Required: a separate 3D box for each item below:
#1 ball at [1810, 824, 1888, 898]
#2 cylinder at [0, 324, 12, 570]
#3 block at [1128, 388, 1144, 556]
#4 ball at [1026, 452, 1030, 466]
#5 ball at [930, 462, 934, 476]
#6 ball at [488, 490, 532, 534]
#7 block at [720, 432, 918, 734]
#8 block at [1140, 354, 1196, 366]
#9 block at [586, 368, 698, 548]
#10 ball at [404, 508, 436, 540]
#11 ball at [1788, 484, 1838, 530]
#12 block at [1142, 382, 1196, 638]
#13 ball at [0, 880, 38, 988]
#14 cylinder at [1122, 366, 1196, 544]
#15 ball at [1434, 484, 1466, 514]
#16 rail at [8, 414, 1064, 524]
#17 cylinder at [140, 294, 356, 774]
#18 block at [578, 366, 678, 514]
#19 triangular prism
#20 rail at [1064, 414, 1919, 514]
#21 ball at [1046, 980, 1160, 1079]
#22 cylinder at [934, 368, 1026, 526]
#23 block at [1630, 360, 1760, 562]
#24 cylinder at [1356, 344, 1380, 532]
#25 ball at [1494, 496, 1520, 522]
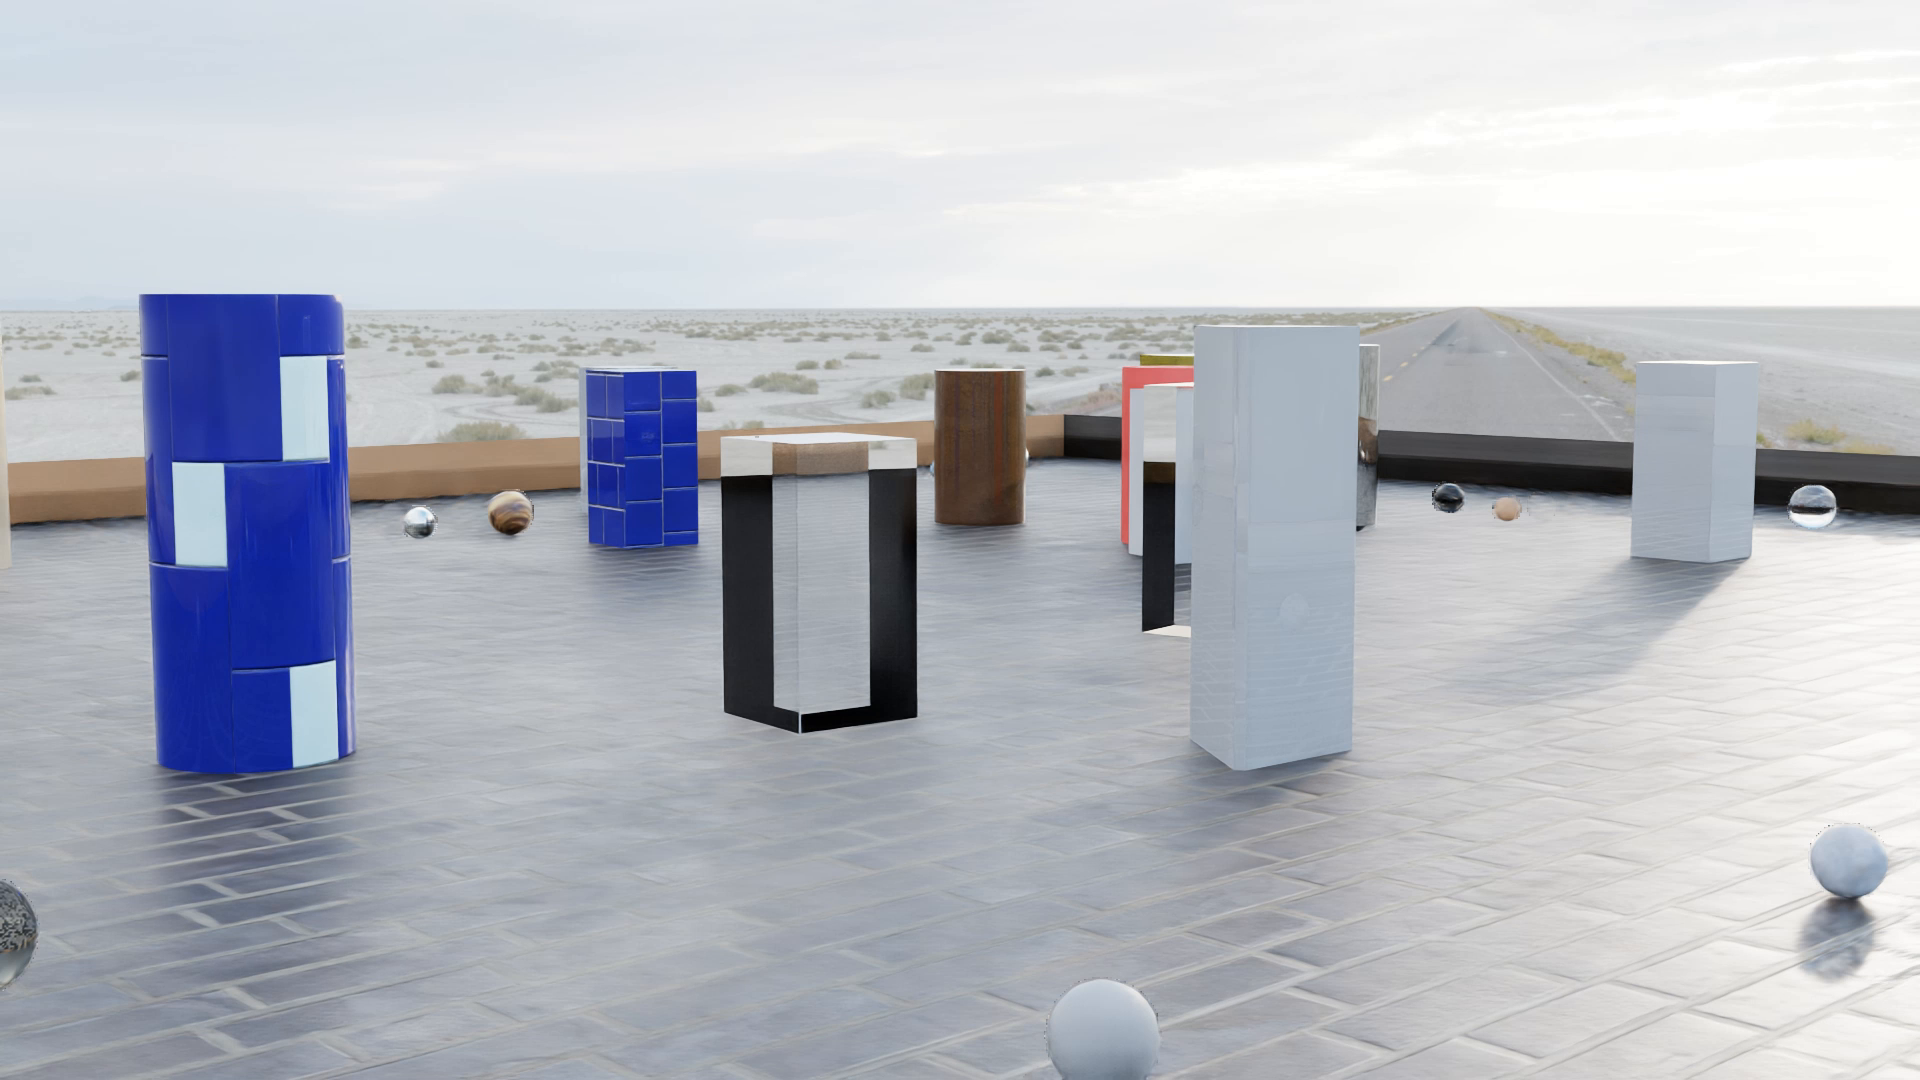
[{"bbox_3d":[0.674,0.244,1.667,0.055,0.055,0.055,0,6,0],"label":"ball"},{"bbox_3d":[-1.735,-0.181,3.758,0.192,0.461,0.192,0,6,0],"label":"cylinder"},{"bbox_3d":[0.413,-0.122,3.968,0.153,0.300,0.153,-3,7,-30],"label":"block"},{"bbox_3d":[0.159,-0.224,6.056,0.066,0.066,0.066,0,6,0],"label":"ball"},{"bbox_3d":[-0.054,-0.186,5.762,0.053,0.053,0.053,0,6,0],"label":"ball"},{"bbox_3d":[-0.888,-0.053,4.337,0.087,0.087,0.087,0,6,0],"label":"ball"},{"bbox_3d":[-0.154,0.041,2.401,0.153,0.305,0.153,-5,8,-37],"label":"block"},{"bbox_3d":[0.478,-0.210,4.569,0.153,0.349,0.153,-3,7,-26],"label":"block"},{"bbox_3d":[-0.604,-0.158,4.177,0.153,0.328,0.153,-4,7,-36],"label":"block"},{"bbox_3d":[-1.045,-0.032,4.255,0.061,0.061,0.061,0,6,0],"label":"ball"},{"bbox_3d":[1.725,-0.067,4.446,0.091,0.091,0.091,0,6,0],"label":"ball"},{"bbox_3d":[0.358,-0.044,3.031,0.153,0.341,0.153,4,7,36],"label":"block"},{"bbox_3d":[-0.641,0.257,1.429,0.077,0.077,0.077,0,6,0],"label":"ball"},{"bbox_3d":[0.405,-0.163,4.201,0.192,0.334,0.192,0,6,0],"label":"cylinder"},{"bbox_3d":[1.067,-0.090,4.791,0.065,0.065,0.065,0,6,0],"label":"ball"},{"bbox_3d":[-1.506,-0.139,4.956,4.999,0.124,0.045,-6,8,-42],"label":"rail"},{"bbox_3d":[-0.705,-0.013,2.184,0.192,0.458,0.192,0,6,0],"label":"cylinder"},{"bbox_3d":[-0.722,-0.218,4.798,0.153,0.318,0.153,-6,8,-43],"label":"block"},{"bbox_3d":[0.288,-0.001,2.212,0.166,0.427,0.144,-5,8,-40],"label":"triangular prism"},{"bbox_3d":[1.819,-0.143,5.002,0.045,0.124,4.490,-6,8,-42],"label":"rail"},{"bbox_3d":[0.082,0.283,1.251,0.064,0.064,0.064,0,6,0],"label":"ball"},{"bbox_3d":[0.042,-0.197,4.601,0.192,0.317,0.192,0,6,0],"label":"cylinder"},{"bbox_3d":[1.320,-0.145,3.952,0.153,0.349,0.153,-6,8,-43],"label":"block"},{"bbox_3d":[0.753,-0.211,4.473,0.192,0.371,0.192,0,6,0],"label":"cylinder"},{"bbox_3d":[1.147,-0.065,4.613,0.052,0.052,0.052,0,6,0],"label":"ball"}]
